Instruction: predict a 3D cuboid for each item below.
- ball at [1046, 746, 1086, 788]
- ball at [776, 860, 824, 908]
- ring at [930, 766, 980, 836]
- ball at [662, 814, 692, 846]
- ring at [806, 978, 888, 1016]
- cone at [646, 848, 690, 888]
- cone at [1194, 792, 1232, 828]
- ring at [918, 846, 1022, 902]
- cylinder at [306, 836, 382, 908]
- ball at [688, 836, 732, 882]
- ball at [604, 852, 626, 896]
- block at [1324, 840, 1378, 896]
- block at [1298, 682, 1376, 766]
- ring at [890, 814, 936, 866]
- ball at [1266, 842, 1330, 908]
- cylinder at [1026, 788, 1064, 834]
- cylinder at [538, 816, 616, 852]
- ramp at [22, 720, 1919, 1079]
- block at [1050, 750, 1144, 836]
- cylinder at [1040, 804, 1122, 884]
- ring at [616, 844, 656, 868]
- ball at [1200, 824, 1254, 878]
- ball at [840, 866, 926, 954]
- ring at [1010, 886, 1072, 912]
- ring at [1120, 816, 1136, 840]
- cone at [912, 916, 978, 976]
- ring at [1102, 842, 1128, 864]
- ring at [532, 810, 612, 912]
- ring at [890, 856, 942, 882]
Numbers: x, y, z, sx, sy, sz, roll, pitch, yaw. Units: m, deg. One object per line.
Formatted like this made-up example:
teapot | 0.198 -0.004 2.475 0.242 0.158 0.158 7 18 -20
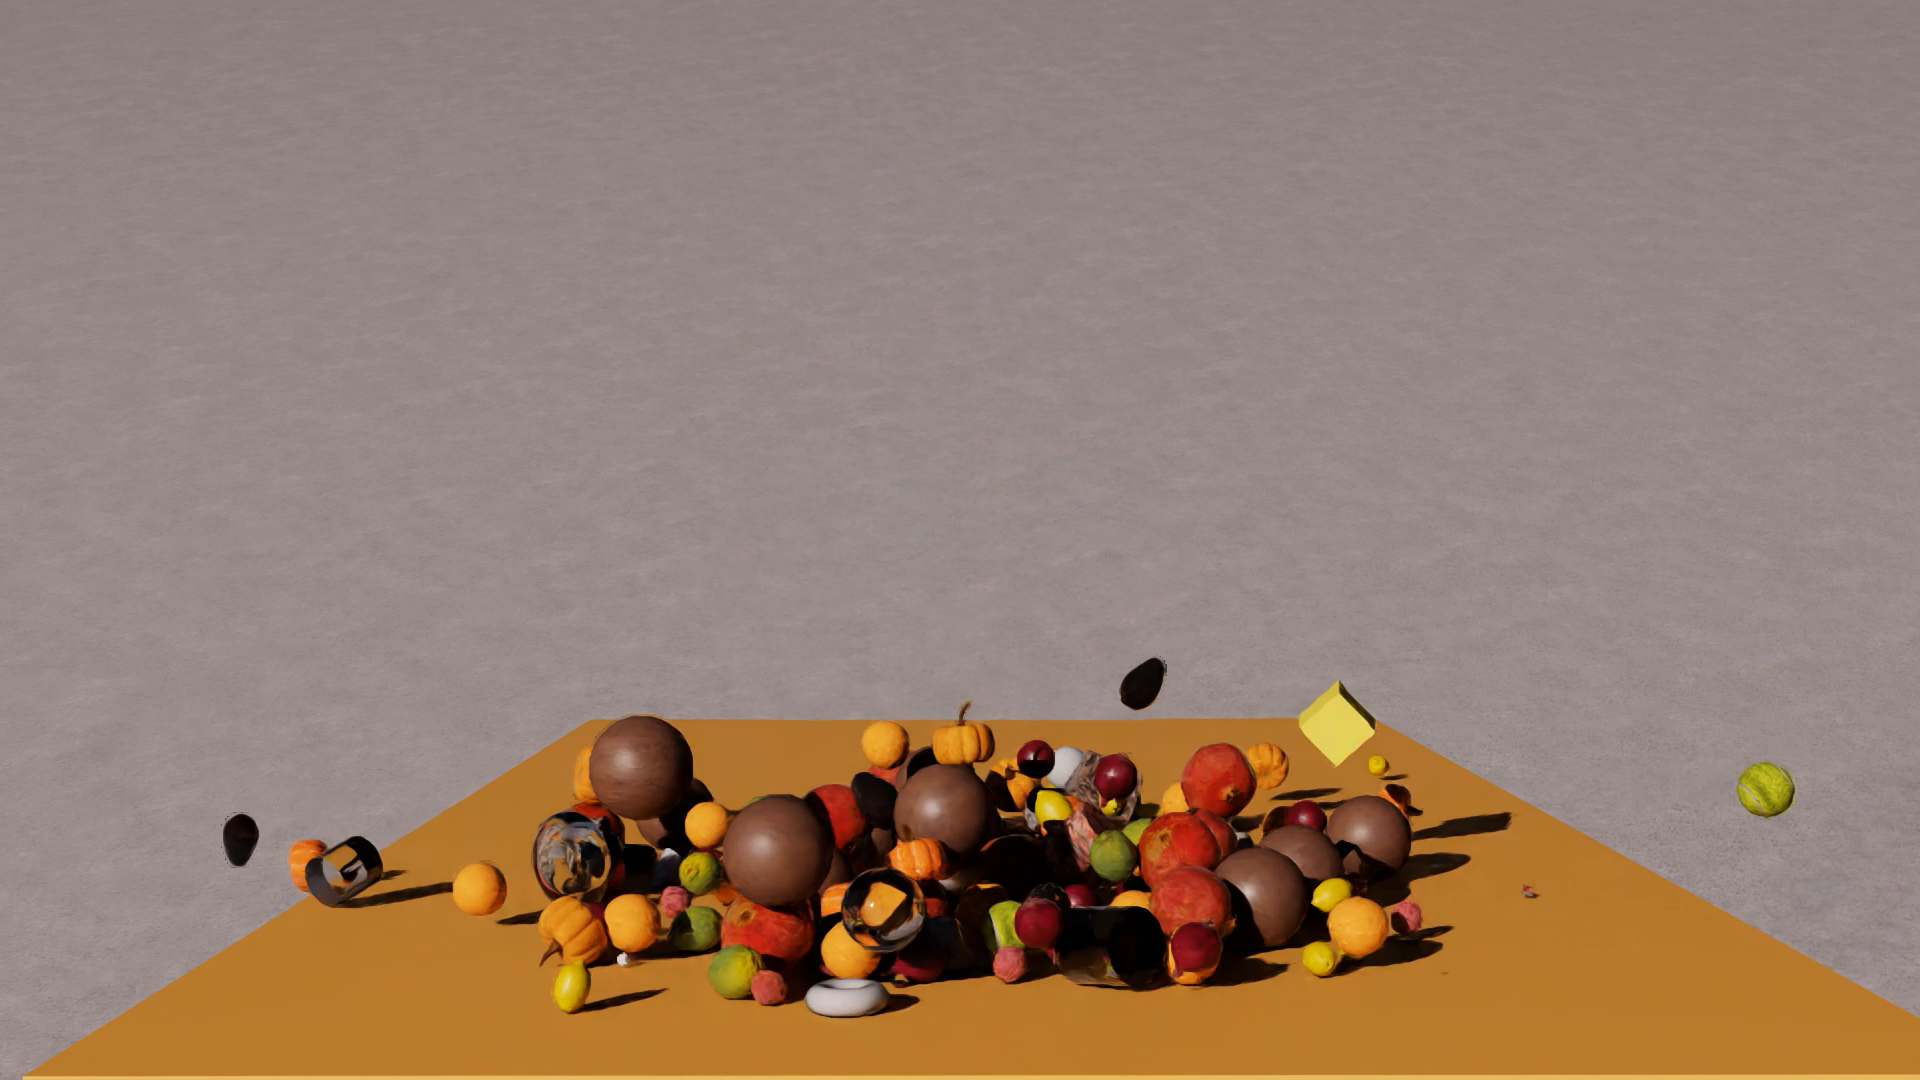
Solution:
ball | 0.180 0.381 4.300 0.075 0.075 0.075 0 27 0
ball | -0.226 0.482 3.623 0.067 0.067 0.067 0 27 0
ring | -0.008 0.441 4.363 0.040 0.121 0.121 0 23 -35
ball | -0.466 0.478 4.248 0.051 0.051 0.051 0 27 0
ring | -0.127 0.514 2.900 0.094 0.031 0.094 -1 0 0
cone | -0.441 0.498 3.807 0.062 0.062 0.062 23 42 37
cone | 0.438 0.483 4.487 0.067 0.067 0.067 4 29 9
ring | 0.014 0.471 3.629 0.150 0.150 0.050 -8 70 -16
cylinder | -0.867 0.466 3.632 0.076 0.076 0.076 15 25 27
ball | -0.374 0.478 3.864 0.066 0.066 0.066 0 27 0
ball | -0.515 0.480 3.719 0.067 0.067 0.067 0 27 0
block | 0.557 0.472 3.713 0.052 0.052 0.052 -44 14 -12
block | 0.583 0.284 3.993 0.083 0.083 0.083 46 12 -2
ring | -0.065 0.422 3.633 0.079 0.079 0.026 21 33 35
ball | 0.474 0.470 3.624 0.090 0.090 0.090 0 27 0
cylinder | 0.148 0.418 3.979 0.070 0.070 0.070 3 23 -27
cylinder | -0.565 0.459 3.805 0.094 0.094 0.094 -6 26 6
ramp | 0.061 0.546 4.583 2.000 0.100 4.000 0 1 0
block | 0.207 0.398 3.909 0.094 0.094 0.094 27 45 -3
cylinder | 0.162 0.408 3.470 0.077 0.077 0.077 -40 20 18
ring | -0.521 0.491 4.016 0.098 0.033 0.098 0 -2 0
ball | 0.404 0.469 3.894 0.081 0.081 0.081 0 27 0
ball | -0.088 0.427 2.978 0.099 0.099 0.099 0 27 0
ring | 0.113 0.502 3.603 0.087 0.029 0.087 -1 2 0
ring | 0.258 0.456 4.233 0.027 0.080 0.080 -23 34 -27
cone | -0.003 0.507 3.143 0.078 0.078 0.078 33 4 -38
ring | 0.219 0.491 4.075 0.093 0.031 0.093 -1 0 0
ring | -0.539 0.447 3.584 0.143 0.143 0.048 23 20 38
ring | -0.054 0.494 3.858 0.103 0.034 0.103 -1 2 0
